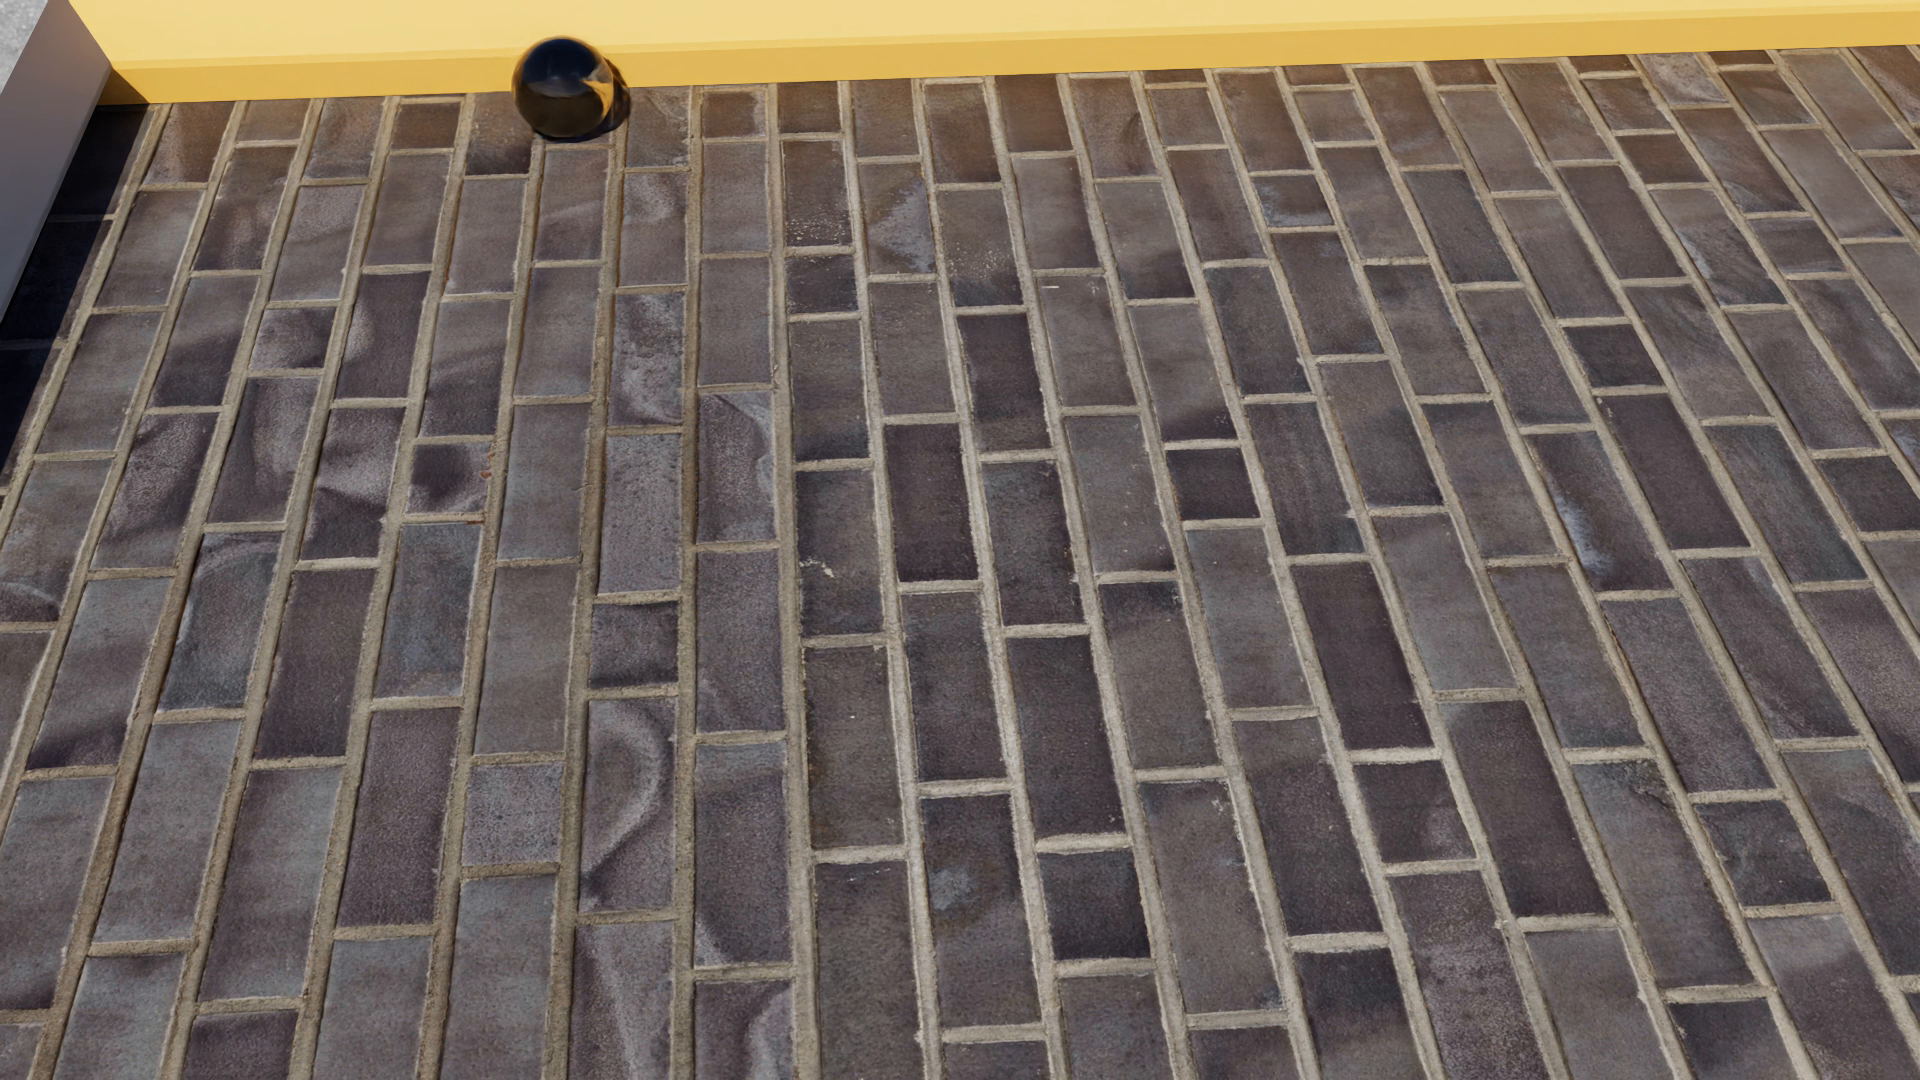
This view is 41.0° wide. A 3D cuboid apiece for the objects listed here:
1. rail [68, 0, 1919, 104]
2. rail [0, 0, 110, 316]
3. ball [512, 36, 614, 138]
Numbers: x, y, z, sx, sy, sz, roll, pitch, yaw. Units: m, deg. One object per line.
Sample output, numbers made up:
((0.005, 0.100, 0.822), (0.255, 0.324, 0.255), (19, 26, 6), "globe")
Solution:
((0.674, -0.489, 2.335), (2.927, 0.115, 0.045), (-3, 36, -4), "rail")
((-0.706, 0.007, 1.650), (0.045, 0.115, 1.526), (-3, 36, -4), "rail")
((-0.345, -0.393, 2.228), (0.088, 0.088, 0.088), (0, 36, 0), "ball")
